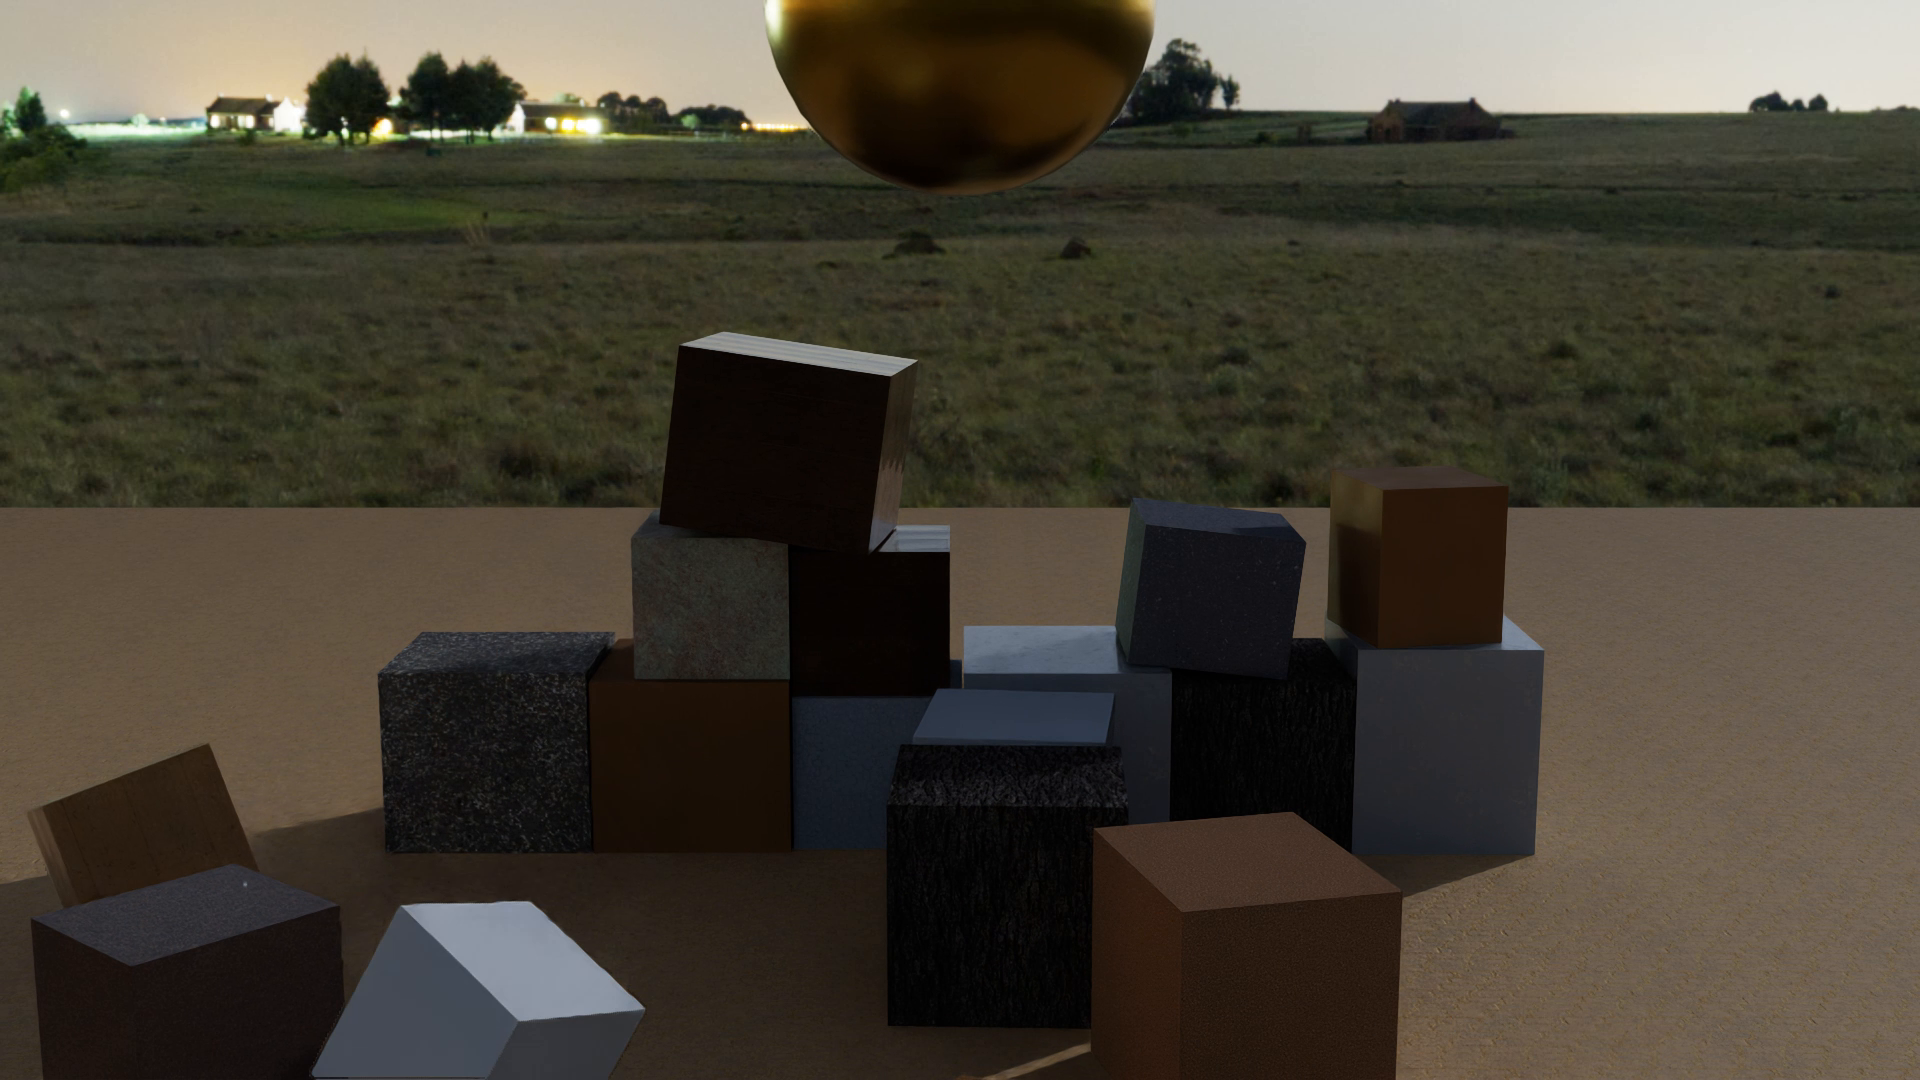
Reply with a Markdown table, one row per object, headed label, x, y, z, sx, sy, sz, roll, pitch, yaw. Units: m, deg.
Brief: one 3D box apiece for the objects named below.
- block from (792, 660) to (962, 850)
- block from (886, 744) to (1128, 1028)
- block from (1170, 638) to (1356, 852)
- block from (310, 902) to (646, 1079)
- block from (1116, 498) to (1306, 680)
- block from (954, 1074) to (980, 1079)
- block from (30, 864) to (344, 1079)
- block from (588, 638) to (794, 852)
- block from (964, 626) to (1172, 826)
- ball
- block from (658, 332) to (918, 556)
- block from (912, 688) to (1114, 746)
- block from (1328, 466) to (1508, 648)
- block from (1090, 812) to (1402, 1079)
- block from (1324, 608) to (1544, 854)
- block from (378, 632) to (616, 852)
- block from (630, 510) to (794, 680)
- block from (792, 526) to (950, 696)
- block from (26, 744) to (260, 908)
| label | x | y | z | sx | sy | sz | roll | pitch | yaw |
| --- | --- | --- | --- | --- | --- | --- | --- | --- | --- |
| block | -0.411 | 1.094 | 11.376 | 0.844 | 0.778 | 0.834 | 0 | 10 | 0 |
| block | 0.202 | 1.422 | 9.166 | 0.952 | 0.922 | 0.882 | 0 | 10 | 2 |
| block | 1.494 | 1.047 | 11.370 | 0.895 | 0.873 | 1.024 | 0 | 10 | 0 |
| block | -1.470 | 1.534 | 6.734 | 0.578 | 0.615 | 0.581 | 35 | 11 | 30 |
| block | 1.258 | 0.234 | 11.209 | 0.791 | 0.698 | 0.829 | 6 | 10 | -2 |
| block | 0.081 | 2.059 | 6.486 | 0.646 | 0.628 | 0.650 | 7 | 13 | 36 |
| block | -2.828 | 1.715 | 8.103 | 0.722 | 0.726 | 0.818 | 9 | 14 | 41 |
| block | -1.336 | 1.044 | 11.383 | 0.987 | 0.872 | 0.977 | 0 | 10 | 0 |
| block | 0.527 | 1.017 | 11.347 | 1.016 | 0.939 | 1.076 | 0 | 10 | 0 |
| ball | 0.000 | -2.203 | 8.915 | 1.600 | 1.600 | 1.600 | 0 | 10 | 0 |
| block | -0.838 | -0.503 | 11.011 | 1.034 | 0.876 | 0.952 | 9 | 10 | 5 |
| block | 0.264 | 1.247 | 10.159 | 0.849 | 0.911 | 0.881 | 1 | 10 | 7 |
| block | 2.302 | 0.072 | 11.123 | 0.653 | 0.788 | 0.699 | -2 | 10 | -11 |
| block | 1.032 | 1.614 | 8.154 | 0.823 | 0.906 | 0.965 | -3 | 11 | -15 |
| block | 2.405 | 0.964 | 11.344 | 0.912 | 1.045 | 0.992 | 0 | 10 | 0 |
| block | -2.352 | 1.025 | 11.350 | 1.023 | 0.921 | 0.925 | 0 | 10 | 0 |
| block | -1.228 | 0.265 | 11.243 | 0.768 | 0.712 | 0.841 | 0 | 10 | 0 |
| block | -0.442 | 0.349 | 11.254 | 0.781 | 0.730 | 0.760 | 0 | 10 | 0 |
| block | -3.601 | 1.327 | 9.670 | 0.716 | 0.598 | 0.697 | -22 | 2 | -29 |
